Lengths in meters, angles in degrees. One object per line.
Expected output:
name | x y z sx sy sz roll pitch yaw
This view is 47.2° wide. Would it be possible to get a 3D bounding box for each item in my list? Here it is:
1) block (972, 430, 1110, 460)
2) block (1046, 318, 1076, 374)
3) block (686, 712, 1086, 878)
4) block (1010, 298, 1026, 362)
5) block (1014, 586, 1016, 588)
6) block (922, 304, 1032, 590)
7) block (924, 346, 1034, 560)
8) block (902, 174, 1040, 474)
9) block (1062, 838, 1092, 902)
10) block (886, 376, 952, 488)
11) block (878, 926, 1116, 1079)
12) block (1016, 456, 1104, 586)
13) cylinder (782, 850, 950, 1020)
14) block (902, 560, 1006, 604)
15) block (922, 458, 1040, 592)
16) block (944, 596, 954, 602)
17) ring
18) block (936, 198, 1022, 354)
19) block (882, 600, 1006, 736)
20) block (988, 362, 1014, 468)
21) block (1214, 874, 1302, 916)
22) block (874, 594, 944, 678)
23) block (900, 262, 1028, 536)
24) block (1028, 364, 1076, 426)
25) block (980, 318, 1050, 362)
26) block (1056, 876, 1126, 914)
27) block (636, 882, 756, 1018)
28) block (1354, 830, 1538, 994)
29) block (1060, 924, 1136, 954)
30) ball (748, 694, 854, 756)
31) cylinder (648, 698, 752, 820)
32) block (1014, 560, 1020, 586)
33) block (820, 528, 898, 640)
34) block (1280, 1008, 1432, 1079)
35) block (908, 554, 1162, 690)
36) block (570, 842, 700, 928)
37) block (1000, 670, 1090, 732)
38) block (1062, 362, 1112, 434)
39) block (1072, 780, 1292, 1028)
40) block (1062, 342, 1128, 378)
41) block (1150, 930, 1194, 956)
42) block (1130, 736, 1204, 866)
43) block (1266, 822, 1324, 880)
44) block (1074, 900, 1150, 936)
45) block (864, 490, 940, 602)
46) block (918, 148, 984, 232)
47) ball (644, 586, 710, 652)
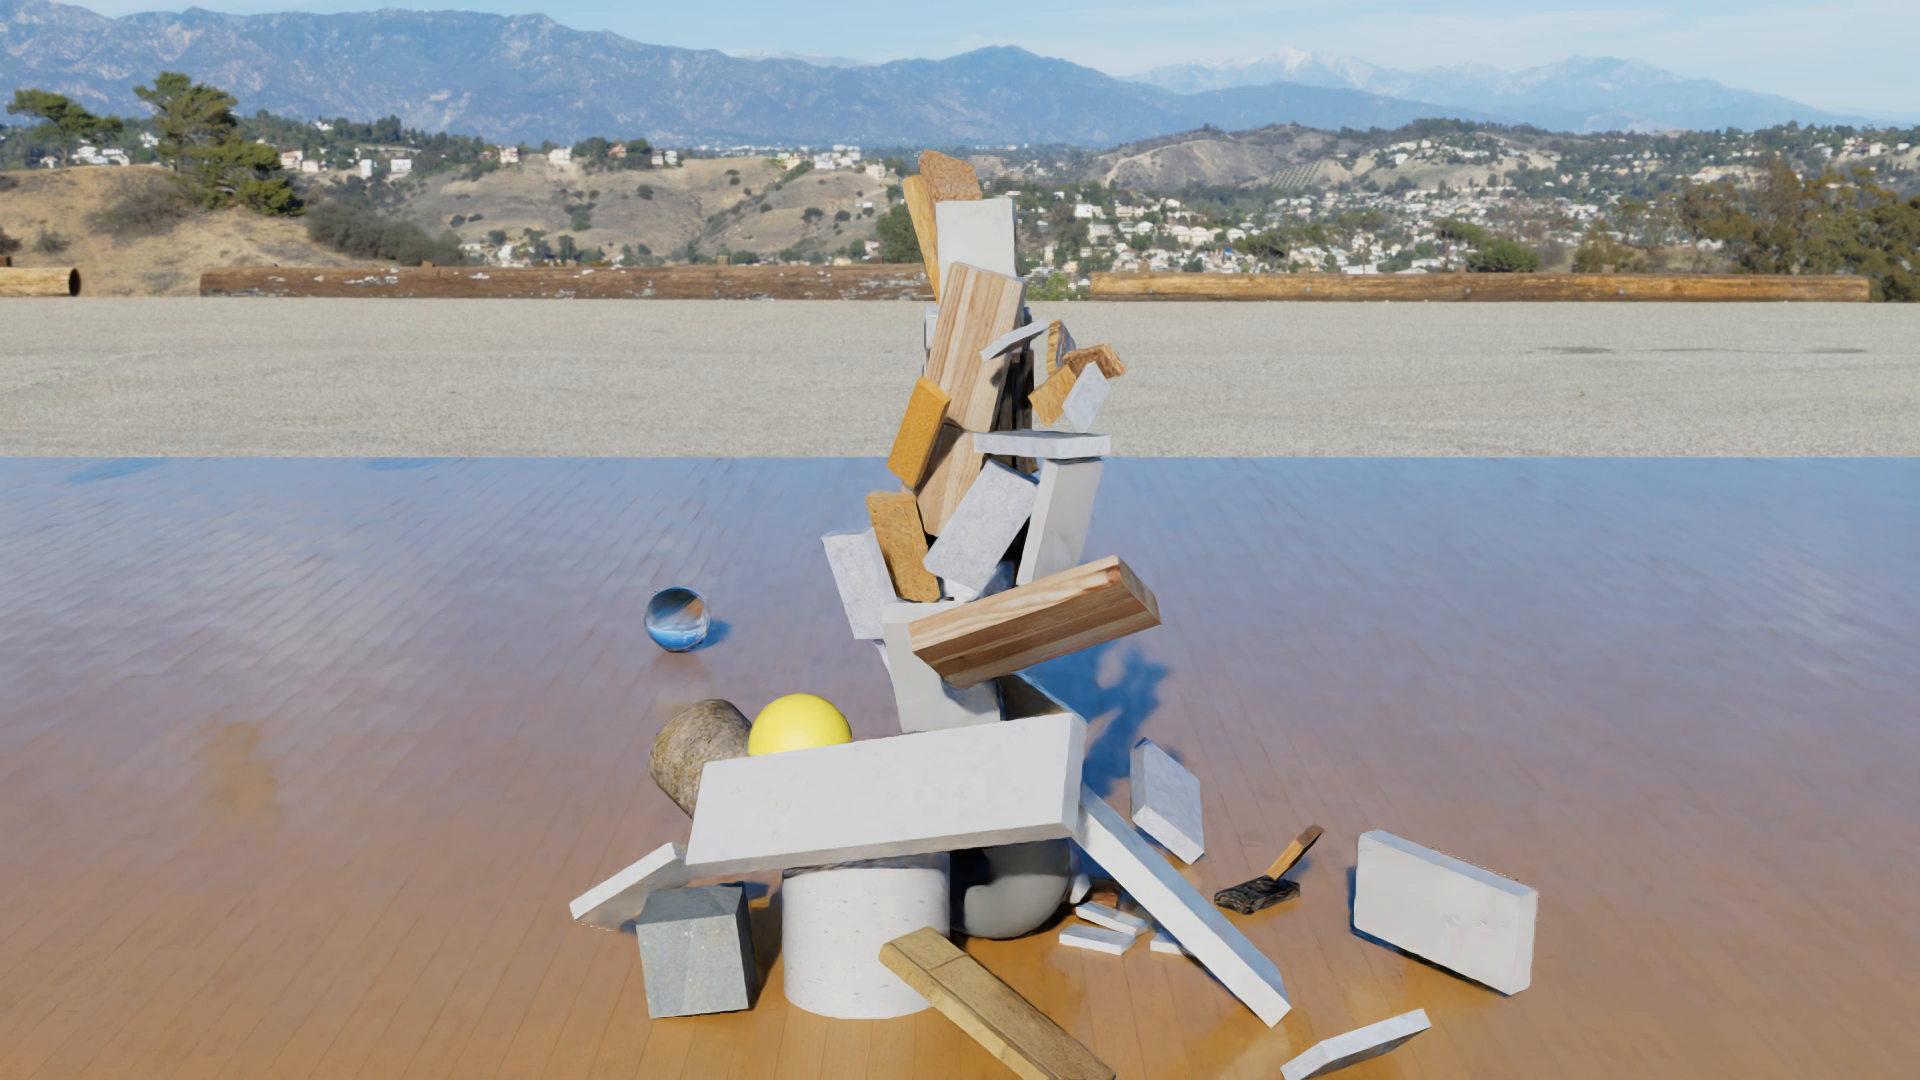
block | 0.114 -0.135 3.086 0.094 0.027 0.189 -7 9 -37
block | 0.148 -0.266 3.204 0.016 0.057 0.113 -18 37 22
block | -0.109 0.353 3.011 0.589 0.159 0.045 -10 -35 27
block | 0.069 -0.343 3.456 0.060 0.121 0.017 7 10 8
block | 0.021 0.179 3.948 0.129 0.258 0.037 6 24 -9
block | 0.010 -0.015 3.762 0.170 0.805 0.048 1 28 -4
block | 0.029 -0.139 3.552 0.170 0.340 0.048 1 9 -2
block | 0.018 -0.371 3.813 0.028 0.546 0.100 -20 -6 43
block | 0.086 0.433 3.449 0.150 0.300 0.042 -2 30 38
block | -0.063 -0.162 3.348 0.057 0.206 0.016 40 52 14
block | 0.046 0.642 2.974 0.352 0.027 0.097 33 28 32
block | 0.139 -0.025 3.074 0.095 0.189 0.027 -11 32 -44
cylinder | -0.139 0.543 3.247 0.247 0.247 0.247 0 11 0
block | -0.005 0.141 3.627 0.170 0.340 0.048 -6 0 -4
block | 0.035 -0.021 3.201 0.095 0.189 0.027 22 22 -30
block | -0.043 0.183 3.556 0.089 0.177 0.025 -9 22 -5
ring | -0.001 0.458 3.411 0.378 0.378 0.126 7 37 33
block | 0.030 -0.409 3.426 0.119 0.238 0.034 -1 8 10
block | -0.019 0.233 3.431 0.159 0.319 0.045 -2 38 8
block | 0.023 -0.162 3.483 0.119 0.238 0.034 1 13 3
block | 0.493 0.586 3.636 0.139 0.020 0.069 -10 14 -42
block | -0.041 0.222 3.536 0.125 0.249 0.035 -22 24 1
block | 0.000 -0.212 3.428 0.119 0.424 0.034 17 17 13
block | 0.136 -0.205 3.113 0.014 0.049 0.099 -16 19 40
block | 0.083 -0.300 3.292 0.057 0.016 0.113 -33 -3 39
block | 0.194 0.579 3.589 0.139 0.020 0.069 4 41 21
block | -0.382 0.596 3.206 0.142 0.142 0.142 -6 10 1
block | 0.714 0.547 3.259 0.042 0.150 0.300 -9 17 -37
block | 0.215 0.625 3.442 0.106 0.015 0.053 6 12 29
ball | -0.257 0.332 3.543 0.169 0.169 0.169 0 11 0
cylinder | -0.403 0.402 3.775 0.188 0.188 0.188 -10 38 -44
block | 0.032 0.009 3.976 0.129 0.037 0.258 5 21 -10
block | -0.149 0.068 3.416 0.089 0.177 0.025 -3 22 38
block | 0.532 0.681 2.952 0.194 0.027 0.097 -8 -27 -35
block | 0.106 0.119 3.109 0.319 0.045 0.159 -19 -30 18
block | -0.474 0.515 3.272 0.194 0.027 0.097 -32 -30 16
block | 0.074 0.274 3.536 0.249 0.125 0.035 37 10 -21
block | 0.177 -0.199 3.069 0.014 0.050 0.099 -11 35 38
block | 0.297 0.509 3.161 0.449 0.042 0.150 44 8 -7
block | 0.190 -0.250 3.121 0.014 0.049 0.099 -50 21 -24
block | 0.355 0.629 3.418 0.106 0.015 0.053 4 11 21
block | 0.368 0.462 3.916 0.135 0.038 0.269 39 19 -10
block | 0.518 0.480 3.392 0.020 0.069 0.139 42 17 14
block | 0.242 0.602 3.498 0.106 0.015 0.053 16 9 29
block | -0.090 0.010 3.471 0.089 0.177 0.025 9 32 46
block | -0.006 -0.579 3.767 0.100 0.028 0.201 14 46 -33
ball | -0.689 0.193 5.366 0.160 0.160 0.160 0 11 0
